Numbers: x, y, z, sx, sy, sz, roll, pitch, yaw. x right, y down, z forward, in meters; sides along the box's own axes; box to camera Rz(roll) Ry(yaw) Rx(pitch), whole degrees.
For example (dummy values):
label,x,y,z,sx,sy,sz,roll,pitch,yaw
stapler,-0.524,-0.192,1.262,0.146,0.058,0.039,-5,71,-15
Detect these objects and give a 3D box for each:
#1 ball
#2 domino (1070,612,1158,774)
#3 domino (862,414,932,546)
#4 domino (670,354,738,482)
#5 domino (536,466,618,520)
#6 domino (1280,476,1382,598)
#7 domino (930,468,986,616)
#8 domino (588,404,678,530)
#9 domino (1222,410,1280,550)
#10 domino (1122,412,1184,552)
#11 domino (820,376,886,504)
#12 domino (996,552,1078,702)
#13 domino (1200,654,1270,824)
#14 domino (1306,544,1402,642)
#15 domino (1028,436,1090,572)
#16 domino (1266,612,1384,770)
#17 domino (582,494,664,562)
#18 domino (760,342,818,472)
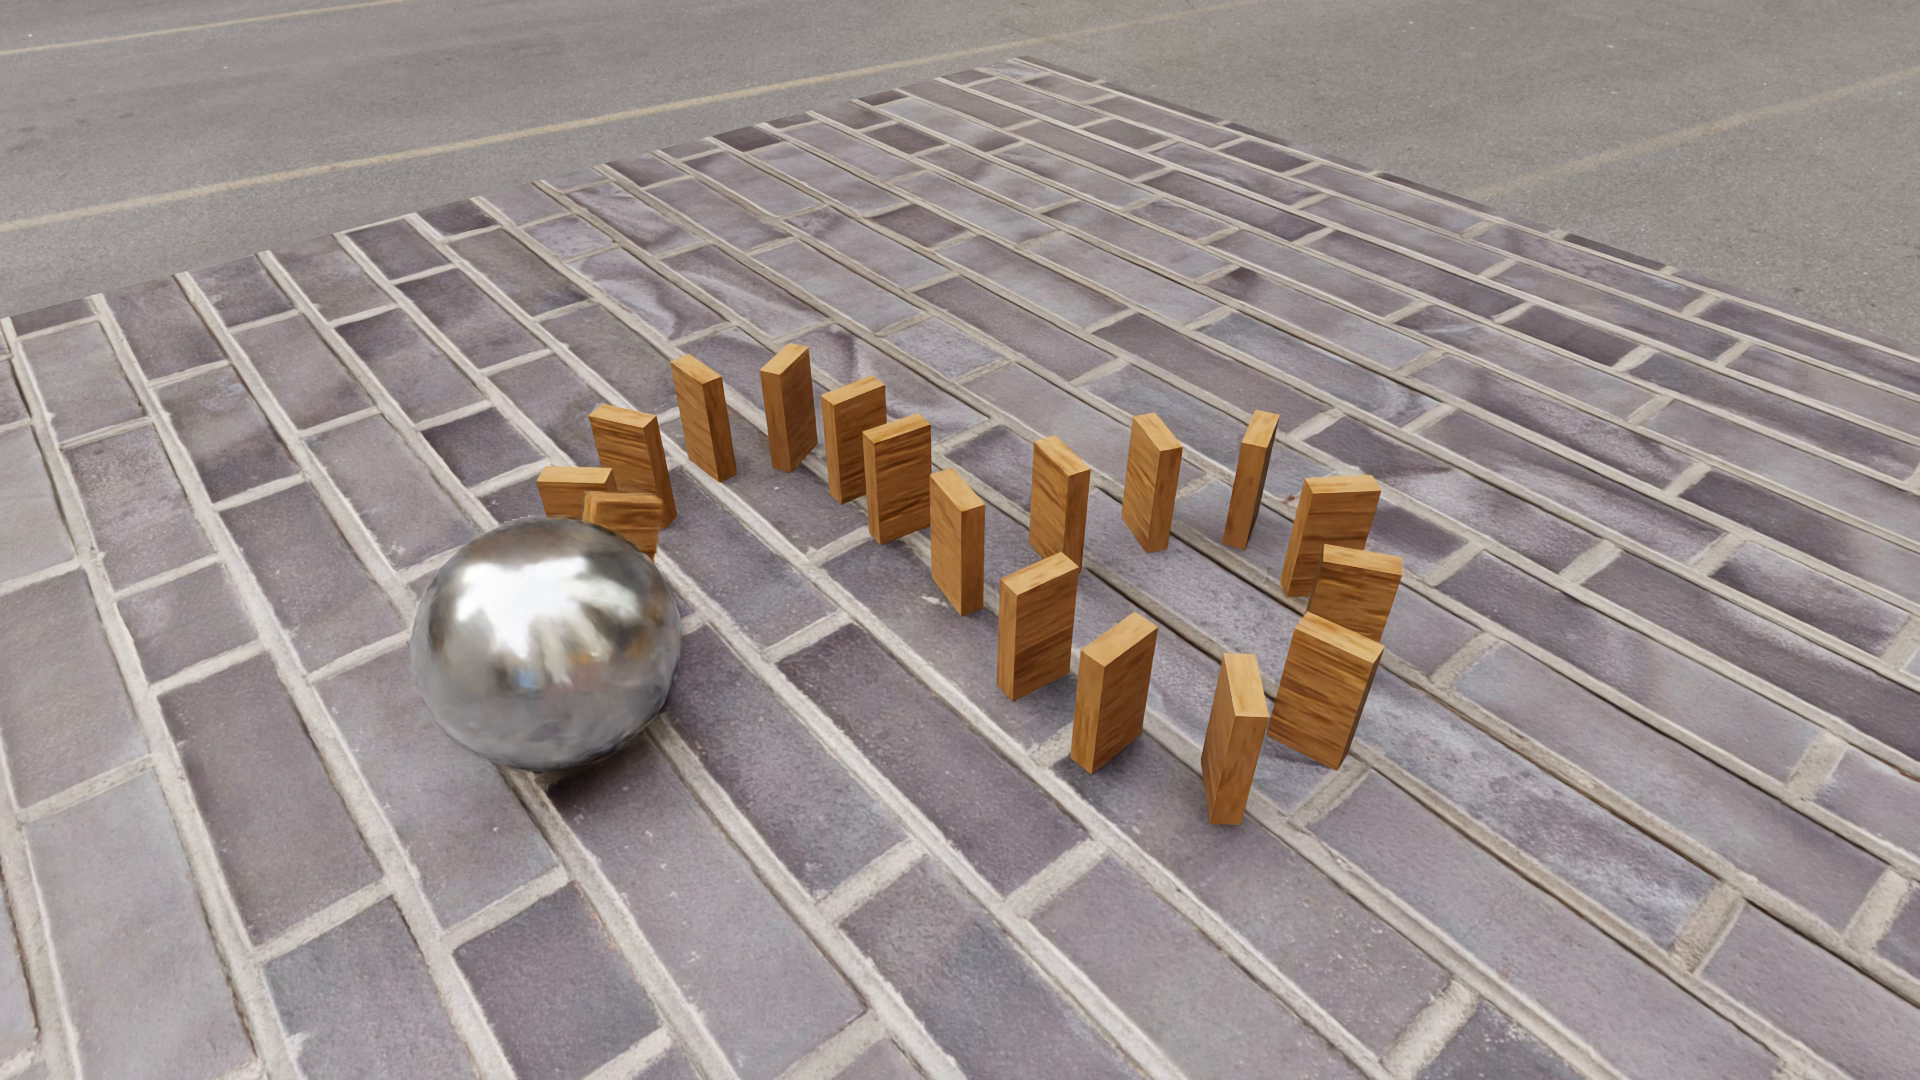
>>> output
label,x,y,z,sx,sy,sz,roll,pitch,yaw
ball,-0.129,0.033,0.348,0.080,0.080,0.080,0,39,0
domino,0.049,0.049,0.351,0.025,0.050,0.009,-30,48,-32
domino,-0.024,-0.024,0.441,0.025,0.050,0.010,-22,44,-24
domino,-0.110,-0.052,0.475,0.009,0.050,0.025,-30,48,-31
domino,-0.141,-0.005,0.417,0.025,0.050,0.010,2,39,2
domino,0.138,-0.001,0.412,0.025,0.050,0.009,-3,39,-3
domino,-0.001,0.001,0.410,0.009,0.050,0.025,-18,43,-21
domino,-0.132,-0.029,0.447,0.025,0.050,0.009,13,41,16
domino,0.116,-0.024,0.441,0.009,0.050,0.025,15,42,18
domino,0.076,-0.022,0.439,0.010,0.050,0.025,-11,41,-13
domino,-0.043,-0.042,0.462,0.025,0.050,0.009,-27,46,-29
domino,0.026,0.030,0.375,0.025,0.050,0.009,-23,45,-25
domino,0.083,0.061,0.337,0.010,0.050,0.025,2,39,2
domino,0.133,0.026,0.380,0.025,0.050,0.010,11,40,13
domino,0.038,-0.012,0.427,0.009,0.050,0.025,-18,43,-21
domino,0.116,0.049,0.352,0.025,0.050,0.009,26,46,28
domino,-0.124,0.009,0.395,0.025,0.050,0.009,-1,20,-43
domino,-0.074,-0.058,0.482,0.010,0.050,0.025,15,42,17
